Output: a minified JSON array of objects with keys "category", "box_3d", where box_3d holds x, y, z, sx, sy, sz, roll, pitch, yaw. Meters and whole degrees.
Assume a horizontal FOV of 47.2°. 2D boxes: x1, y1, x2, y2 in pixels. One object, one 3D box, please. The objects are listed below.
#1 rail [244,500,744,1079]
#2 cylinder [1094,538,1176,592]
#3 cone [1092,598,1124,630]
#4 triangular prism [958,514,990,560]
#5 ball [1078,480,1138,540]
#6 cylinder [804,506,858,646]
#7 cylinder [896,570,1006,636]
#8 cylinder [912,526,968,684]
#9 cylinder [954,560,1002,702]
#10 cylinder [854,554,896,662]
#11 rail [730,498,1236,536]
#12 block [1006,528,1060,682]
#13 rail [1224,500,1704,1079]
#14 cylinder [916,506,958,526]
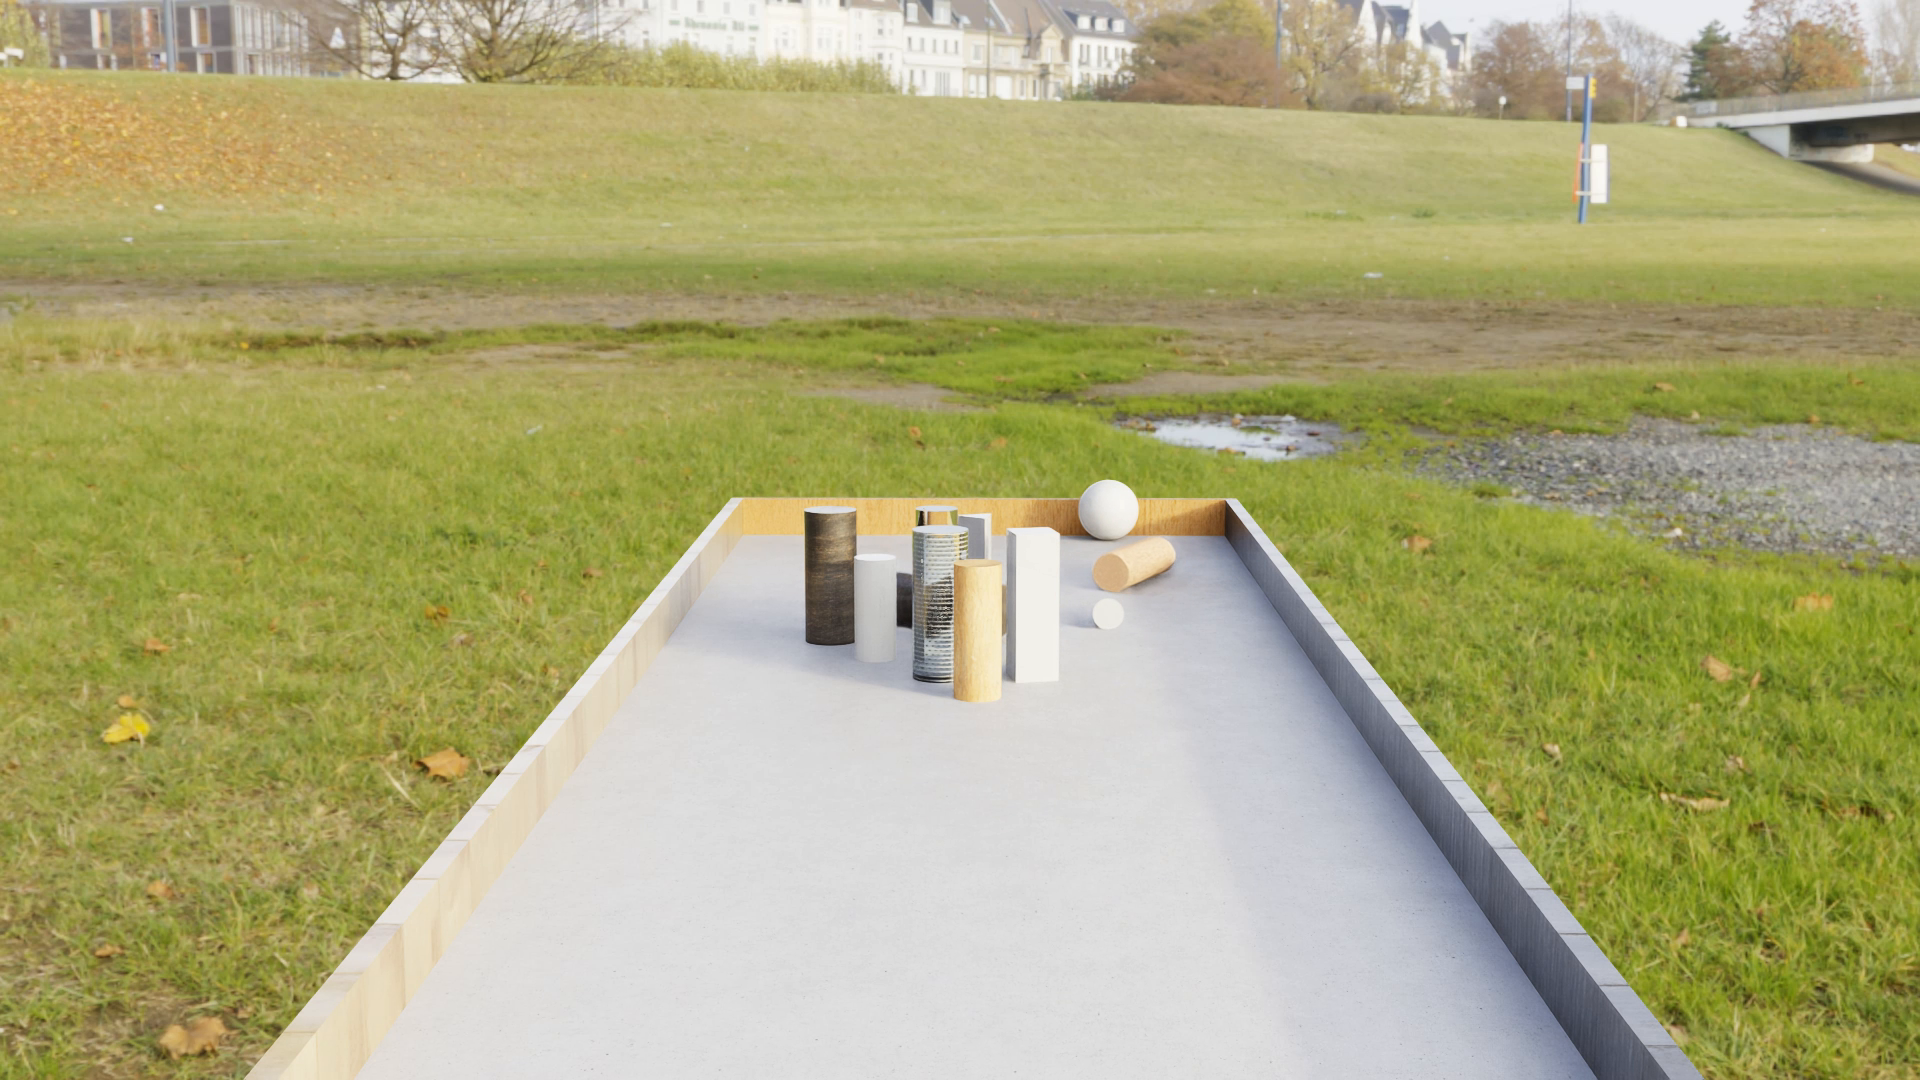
[{"category":"rail","box_3d":[-1.004,0.839,3.234,0.050,0.150,12.000,0,9,1]},{"category":"cylinder","box_3d":[0.638,0.089,8.015,0.137,0.137,0.437,5,10,27]},{"category":"cone","box_3d":[0.503,0.231,7.387,0.102,0.102,0.445,1,2,5]},{"category":"triangular prism","box_3d":[0.064,0.146,6.665,0.106,0.446,0.092,7,11,38]},{"category":"ball","box_3d":[0.607,-0.122,8.985,0.249,0.249,0.249,0,9,0]},{"category":"cylinder","box_3d":[-0.408,0.112,6.961,0.166,0.420,0.166,0,9,0]},{"category":"cylinder","box_3d":[-0.050,0.205,7.170,0.452,0.170,0.170,7,11,36]},{"category":"cylinder","box_3d":[-0.058,0.186,6.432,0.164,0.440,0.164,0,9,0]},{"category":"cylinder","box_3d":[0.050,0.254,6.183,0.136,0.383,0.136,0,9,0]},{"category":"cylinder","box_3d":[-0.258,0.207,6.705,0.129,0.313,0.129,0,9,0]},{"category":"rail","box_3d":[0.099,-0.098,9.147,2.100,0.150,0.050,0,9,1]},{"category":"block","box_3d":[0.212,0.189,6.430,0.128,0.435,0.128,-2,9,-12]},{"category":"rail","box_3d":[1.046,0.843,3.208,0.050,0.150,12.000,0,9,1]},{"category":"cylinder","box_3d":[-0.073,0.112,6.937,0.134,0.428,0.134,0,9,0]}]
